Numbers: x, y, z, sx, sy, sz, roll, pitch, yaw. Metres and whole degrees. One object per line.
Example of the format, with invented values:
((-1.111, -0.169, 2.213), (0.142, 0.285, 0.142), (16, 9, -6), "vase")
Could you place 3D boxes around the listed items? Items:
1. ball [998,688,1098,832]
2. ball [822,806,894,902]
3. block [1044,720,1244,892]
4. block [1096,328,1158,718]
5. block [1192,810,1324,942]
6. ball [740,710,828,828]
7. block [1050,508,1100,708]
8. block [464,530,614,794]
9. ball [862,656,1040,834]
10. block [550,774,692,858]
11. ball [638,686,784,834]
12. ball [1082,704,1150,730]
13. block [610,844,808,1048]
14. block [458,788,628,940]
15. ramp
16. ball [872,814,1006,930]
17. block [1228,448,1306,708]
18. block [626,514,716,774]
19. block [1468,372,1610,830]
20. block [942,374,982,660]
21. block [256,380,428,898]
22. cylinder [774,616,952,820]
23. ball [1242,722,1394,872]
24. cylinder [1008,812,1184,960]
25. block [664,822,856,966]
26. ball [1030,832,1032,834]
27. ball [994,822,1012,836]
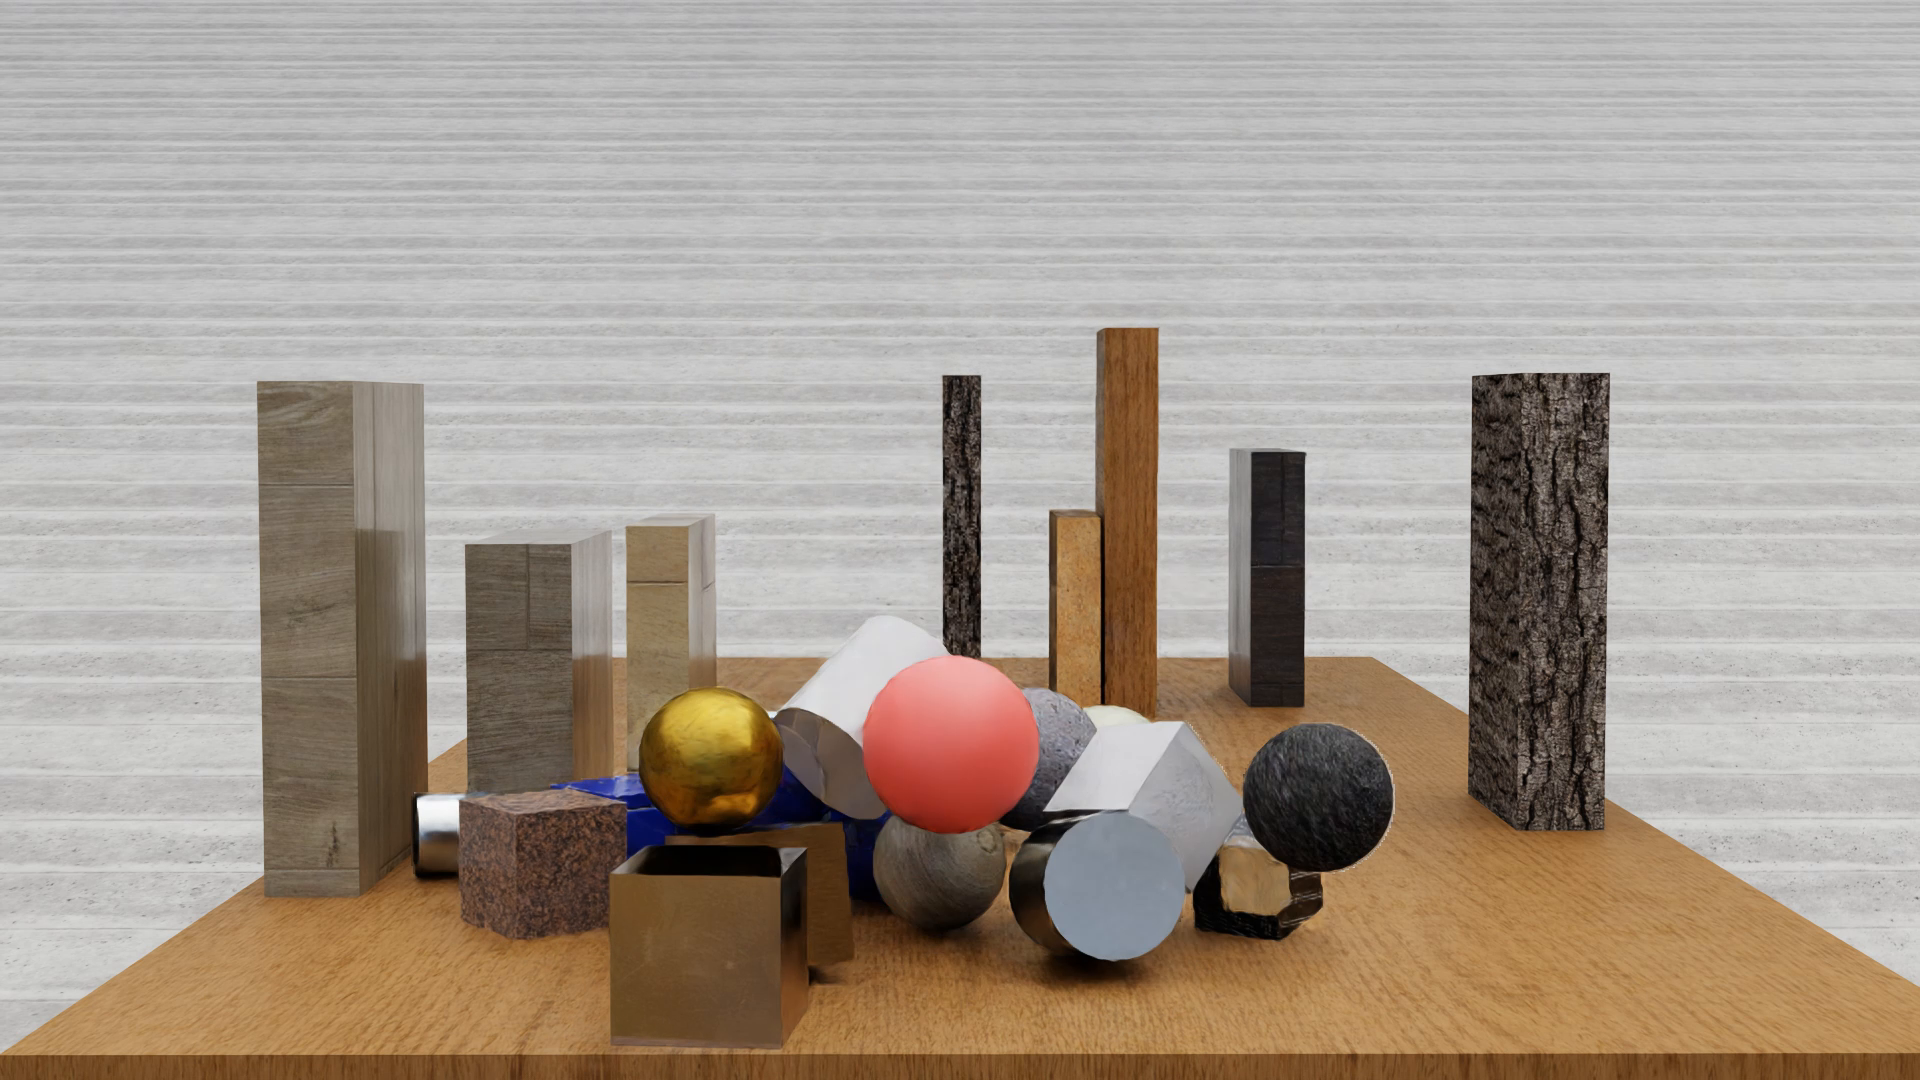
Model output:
((0.089, 0.271, 3.178), (0.177, 0.177, 0.177), (0, 21, 0), "ball")
((-0.110, 0.380, 3.314), (0.173, 0.173, 0.173), (0, 21, 0), "ball")
((0.221, 0.320, 3.074), (0.142, 0.142, 0.142), (-9, 36, 49), "block")
((0.348, -0.042, 5.404), (0.108, 0.795, 0.332), (0, 3, 0), "block")
((0.360, 0.407, 3.130), (0.115, 0.115, 0.115), (2, 15, 35), "block")
((-0.247, 0.304, 3.237), (0.177, 0.177, 0.177), (0, 21, 0), "ball")
((0.240, 0.149, 5.418), (0.087, 0.412, 0.444), (0, 3, 0), "block")
((-0.618, 0.217, 3.815), (0.149, 0.445, 0.422), (0, 3, 0), "block")
((-0.011, 0.236, 2.961), (0.205, 0.205, 0.205), (0, 21, 0), "ball")
((-0.420, 0.389, 3.305), (0.151, 0.151, 0.151), (-3, 4, -42), "block")
((-0.279, 0.247, 2.884), (0.163, 0.163, 0.163), (0, 21, 0), "ball")
((0.212, 0.341, 3.742), (0.203, 0.203, 0.203), (0, 21, 0), "ball")
((-0.255, 0.415, 2.642), (0.172, 0.172, 0.172), (0, 3, 6), "block")
((-0.515, 0.397, 3.173), (0.151, 0.151, 0.151), (-2, 4, -37), "block")
((0.050, 0.452, 4.532), (2.000, 0.100, 4.000), (0, 3, 0), "ramp")
((-0.025, 0.393, 3.132), (0.164, 0.164, 0.164), (0, 21, 0), "ball")
((0.670, 0.073, 5.638), (0.115, 0.540, 0.439), (0, 3, 0), "block")
((-0.400, 0.211, 3.596), (0.082, 0.480, 0.385), (0, 3, 0), "block")
((0.901, 0.084, 4.025), (0.131, 0.686, 0.369), (0, 3, 0), "block")
((0.004, -0.011, 5.683), (0.085, 0.703, 0.320), (0, 3, 0), "block")
((-0.843, 0.118, 3.545), (0.123, 0.670, 0.441), (0, 3, 0), "block")
((-0.105, 0.216, 3.137), (0.177, 0.177, 0.177), (16, 48, 35), "cylinder")
((0.412, 0.296, 2.958), (0.172, 0.172, 0.172), (0, 21, 0), "ball")
((0.153, 0.392, 2.909), (0.162, 0.162, 0.162), (-5, -6, -14), "cylinder")
((-0.225, 0.400, 2.882), (0.152, 0.152, 0.152), (-3, -4, -29), "block")
((0.169, 0.386, 3.385), (0.151, 0.151, 0.151), (0, 21, 0), "ball")
((0.027, 0.378, 3.748), (0.130, 0.130, 0.130), (0, 21, 0), "ball")
